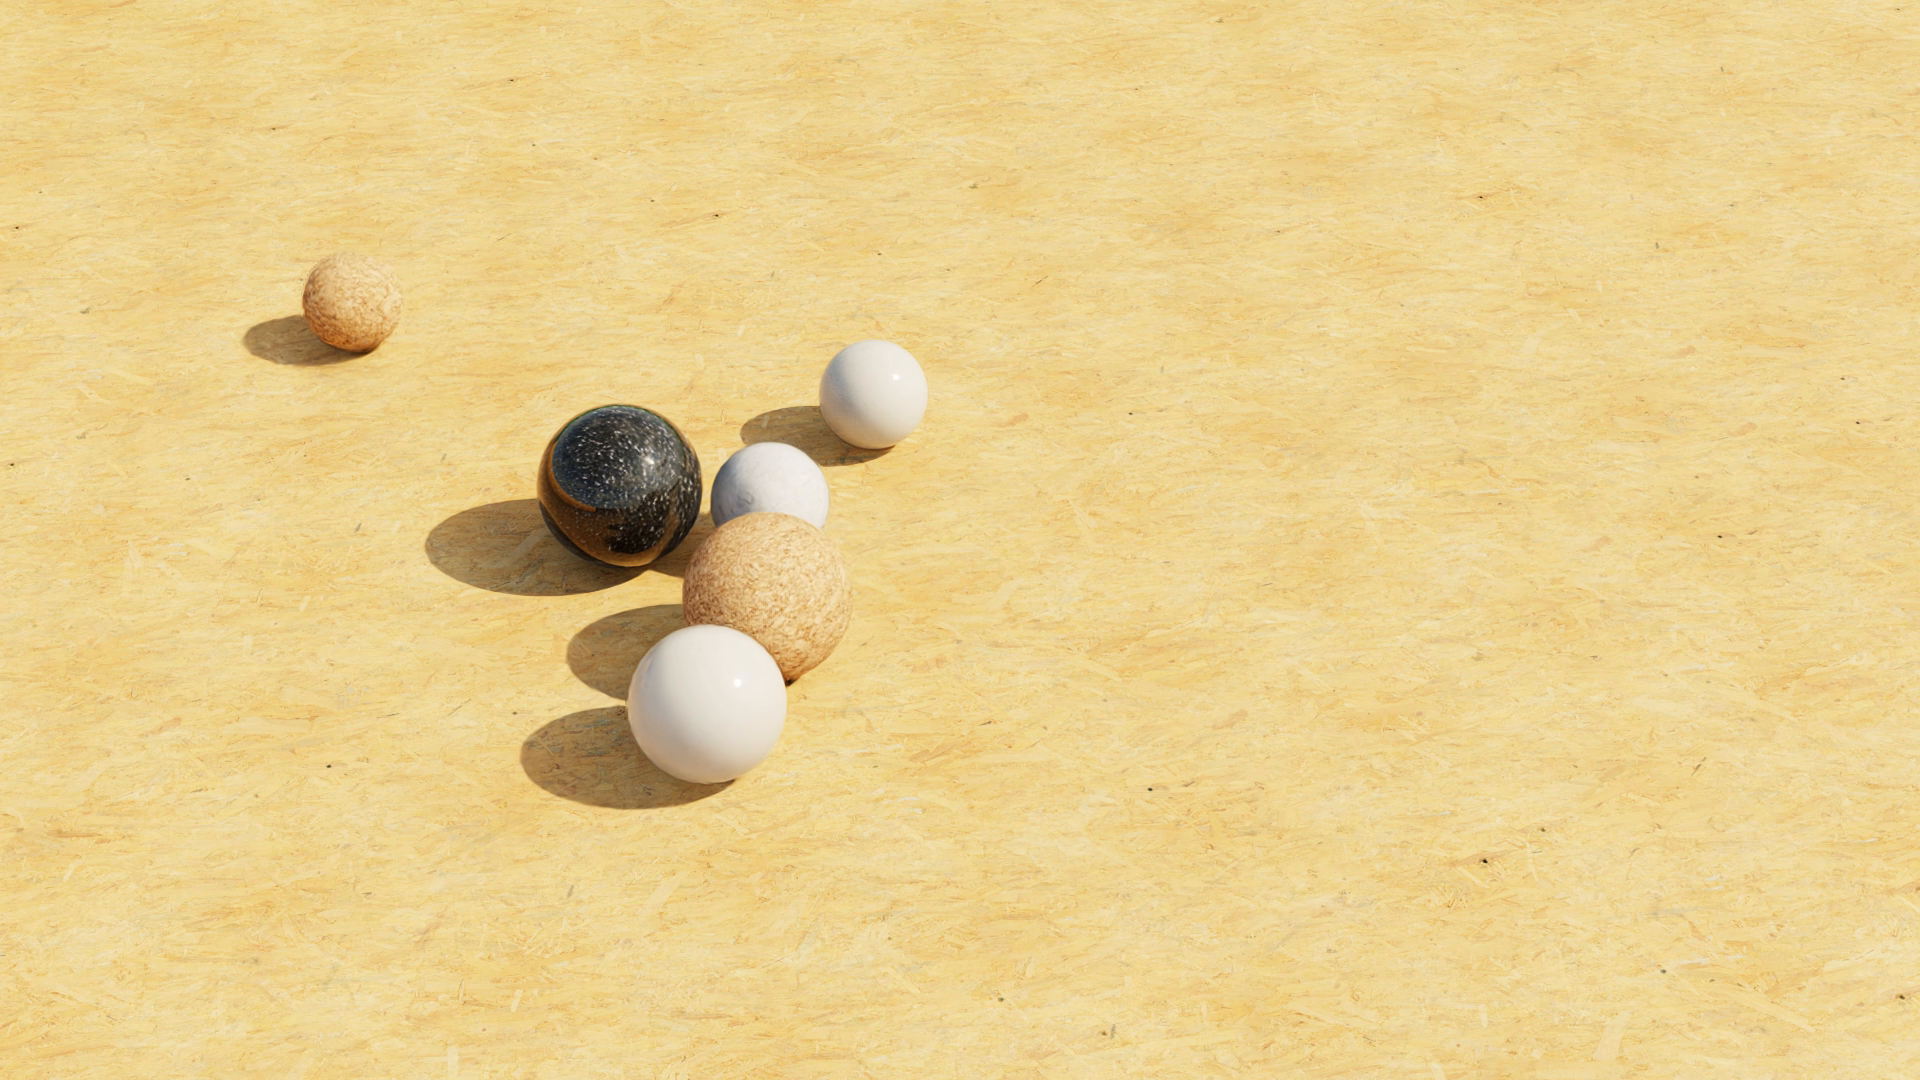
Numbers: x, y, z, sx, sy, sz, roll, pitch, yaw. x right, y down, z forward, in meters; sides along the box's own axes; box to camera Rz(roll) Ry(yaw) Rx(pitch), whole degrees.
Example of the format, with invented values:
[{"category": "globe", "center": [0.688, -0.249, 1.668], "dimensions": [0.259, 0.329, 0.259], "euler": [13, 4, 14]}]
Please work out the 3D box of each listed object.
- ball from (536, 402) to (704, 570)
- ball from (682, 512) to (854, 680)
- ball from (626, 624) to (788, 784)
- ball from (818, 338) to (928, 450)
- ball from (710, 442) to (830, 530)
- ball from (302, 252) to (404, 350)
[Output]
[{"category": "ball", "center": [-0.203, -0.032, 1.531], "dimensions": [0.100, 0.100, 0.100], "euler": [0, 37, 0]}, {"category": "ball", "center": [-0.108, 0.032, 1.447], "dimensions": [0.096, 0.096, 0.096], "euler": [0, 37, 0]}, {"category": "ball", "center": [-0.136, 0.088, 1.380], "dimensions": [0.086, 0.086, 0.086], "euler": [0, 37, 0]}, {"category": "ball", "center": [-0.055, -0.093, 1.638], "dimensions": [0.070, 0.070, 0.070], "euler": [0, 37, 0]}, {"category": "ball", "center": [-0.114, -0.023, 1.542], "dimensions": [0.072, 0.072, 0.072], "euler": [0, 37, 0]}, {"category": "ball", "center": [-0.410, -0.161, 1.733], "dimensions": [0.066, 0.066, 0.066], "euler": [0, 37, 0]}]
